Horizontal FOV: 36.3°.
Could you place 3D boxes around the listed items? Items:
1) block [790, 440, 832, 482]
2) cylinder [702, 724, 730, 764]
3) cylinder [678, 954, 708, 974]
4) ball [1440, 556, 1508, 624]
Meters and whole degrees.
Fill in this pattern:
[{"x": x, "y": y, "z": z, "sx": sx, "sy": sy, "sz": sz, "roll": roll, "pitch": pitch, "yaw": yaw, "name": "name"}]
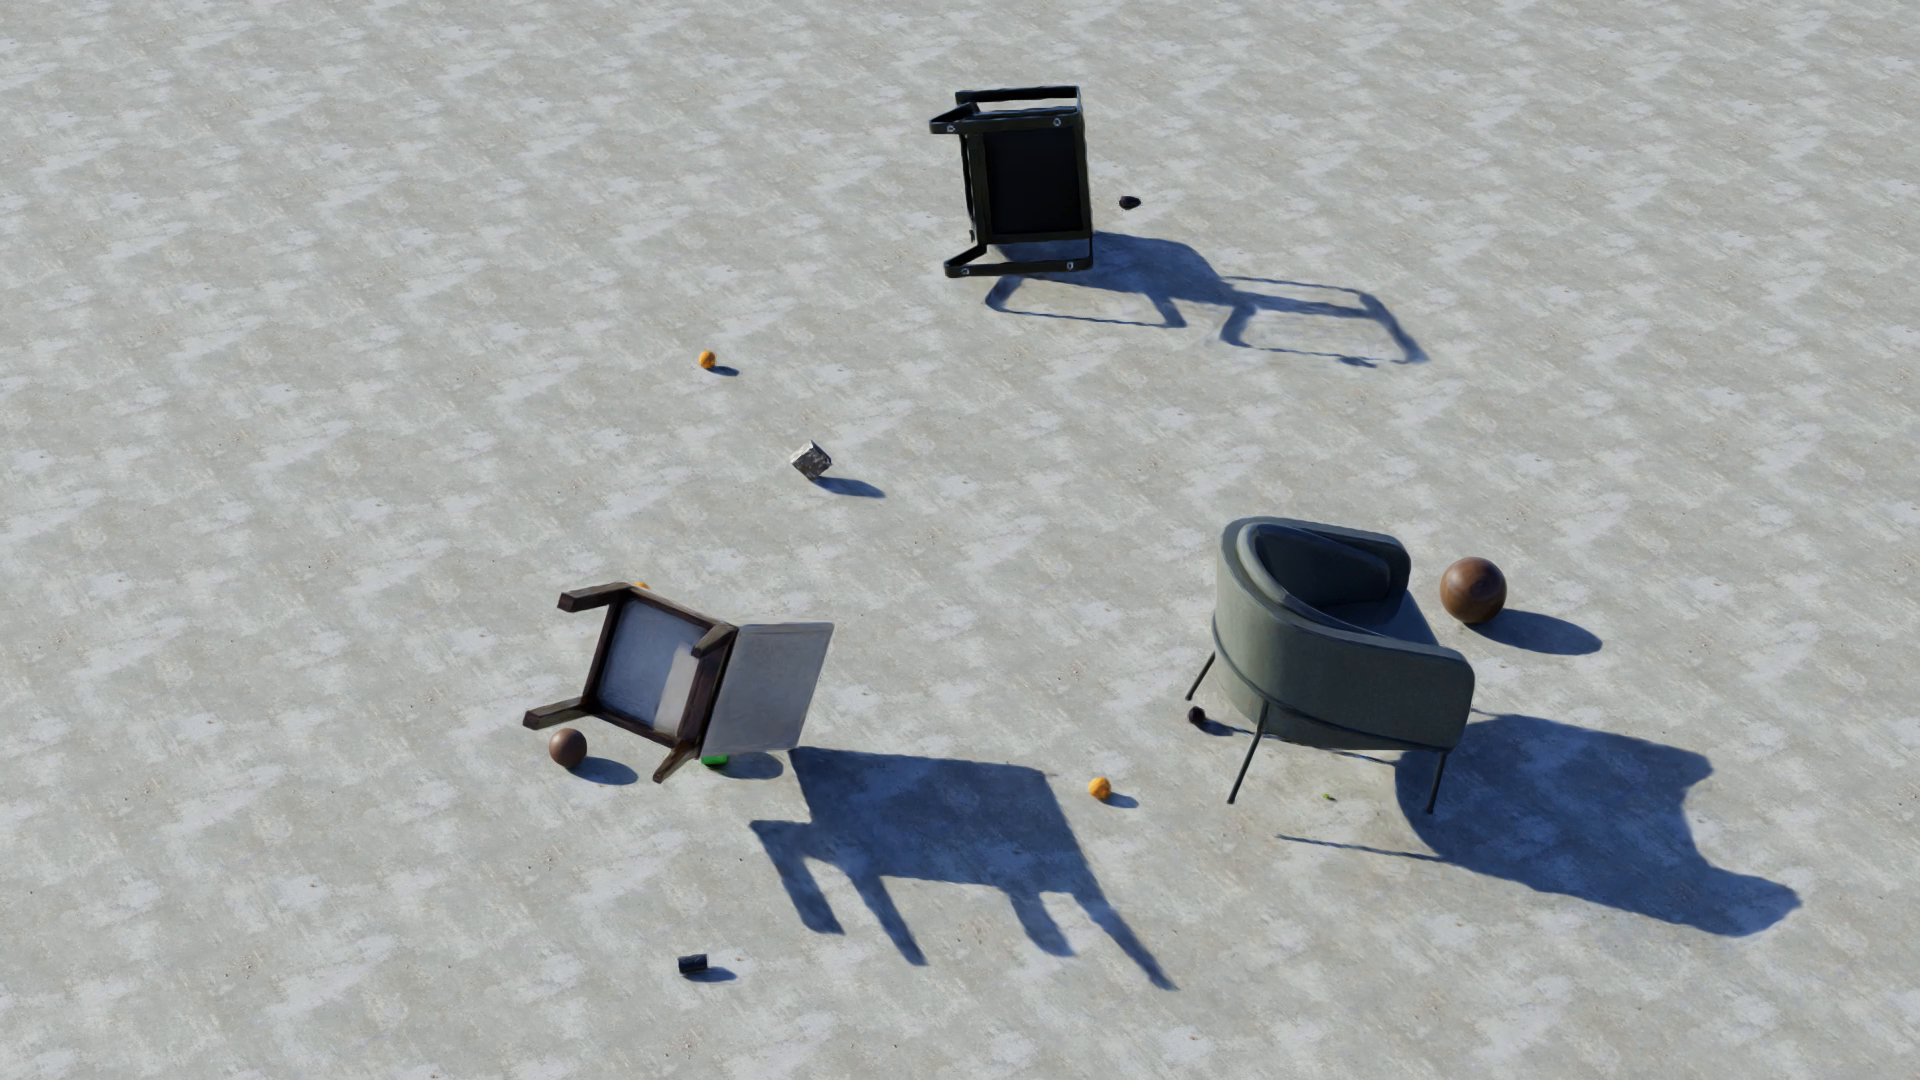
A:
[{"x": -0.572, "y": -0.304, "z": 11.257, "sx": 0.109, "sy": 0.119, "sz": 0.049, "roll": -37, "pitch": 35, "yaw": 16, "name": "block"}, {"x": -0.817, "y": 0.684, "z": 9.808, "sx": 0.084, "sy": 0.106, "sz": 0.154, "roll": 0, "pitch": 41, "yaw": 0, "name": "cylinder"}, {"x": -0.814, "y": 1.291, "z": 8.937, "sx": 0.087, "sy": 0.049, "sz": 0.057, "roll": -8, "pitch": 29, "yaw": -6, "name": "cylinder"}, {"x": 1.831, "y": 0.179, "z": 10.455, "sx": 0.240, "sy": 0.240, "sz": 0.240, "roll": 0, "pitch": 33, "yaw": 0, "name": "ball"}]
